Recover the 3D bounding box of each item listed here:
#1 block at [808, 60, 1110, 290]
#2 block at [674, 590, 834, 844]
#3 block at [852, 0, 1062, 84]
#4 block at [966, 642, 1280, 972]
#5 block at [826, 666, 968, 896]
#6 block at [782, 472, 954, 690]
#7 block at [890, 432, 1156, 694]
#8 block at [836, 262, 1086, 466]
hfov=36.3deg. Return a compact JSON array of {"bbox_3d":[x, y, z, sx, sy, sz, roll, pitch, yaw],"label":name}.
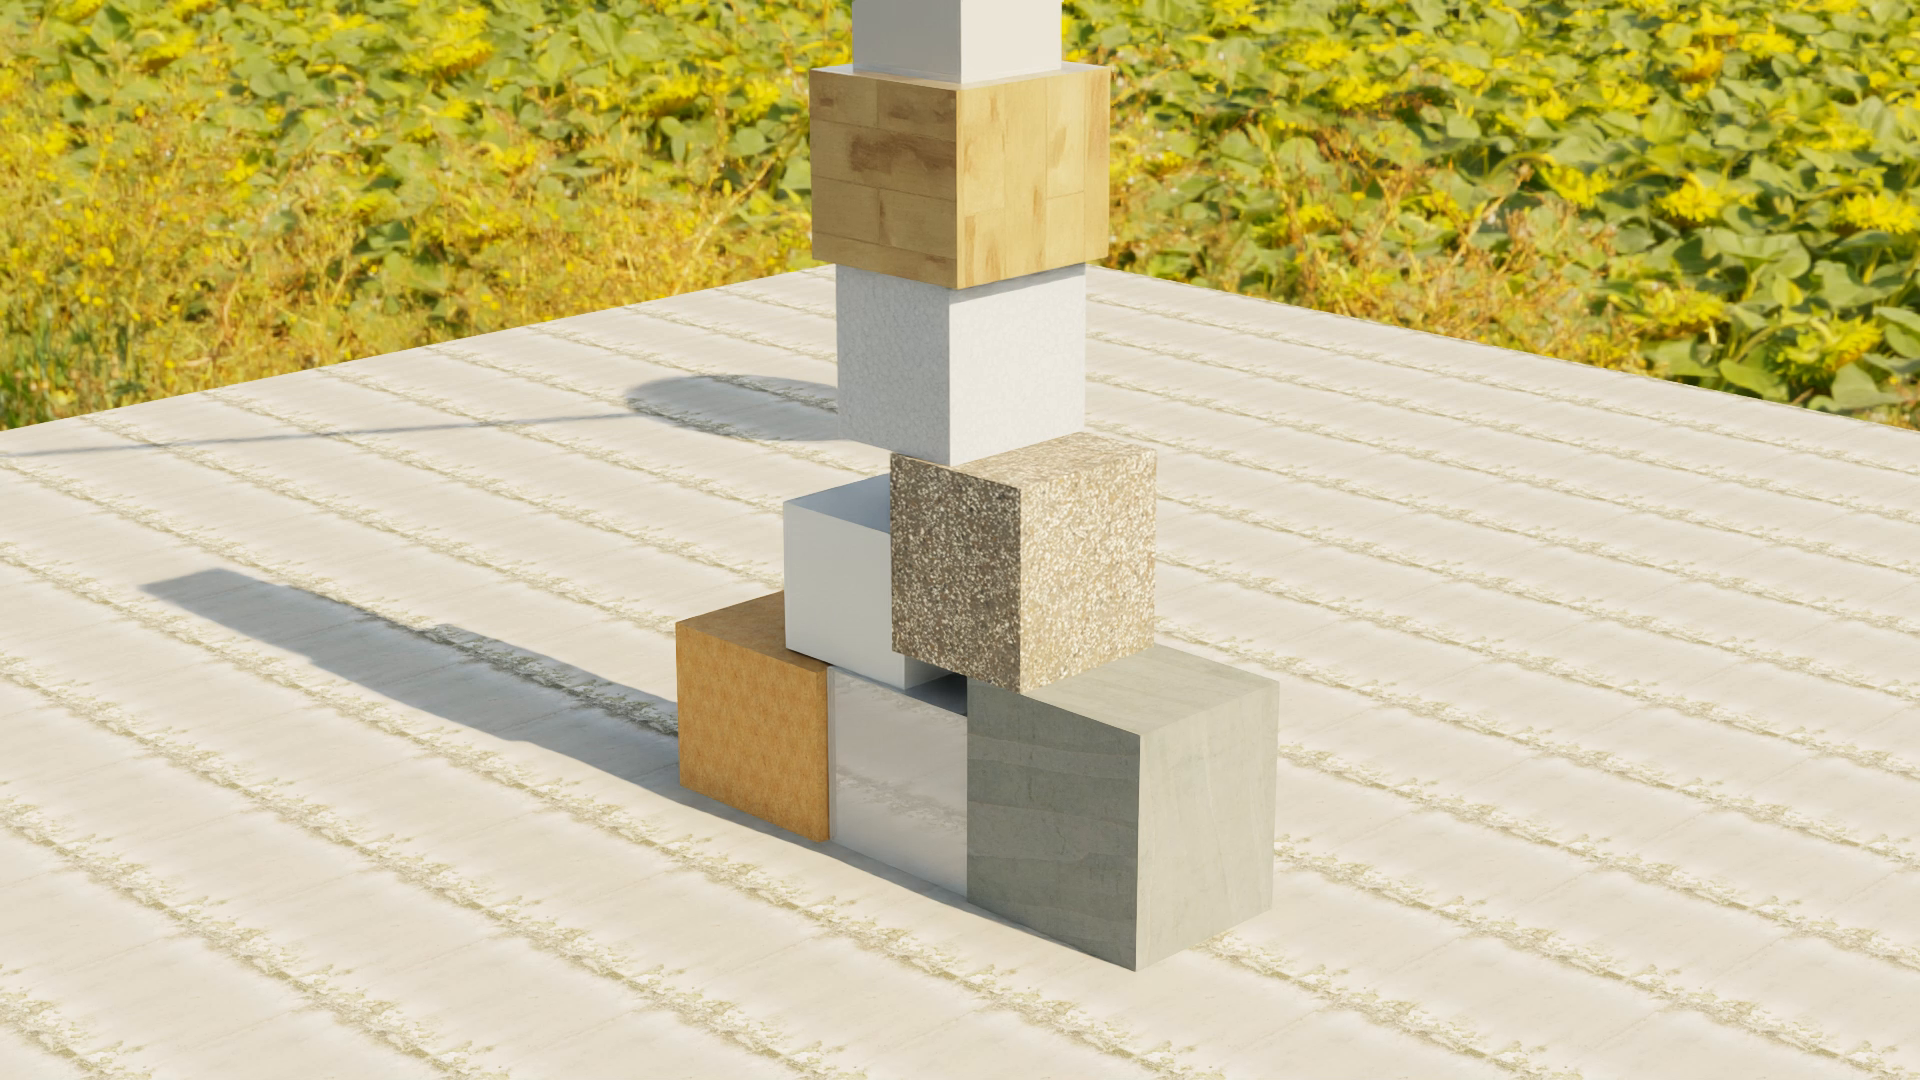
[{"bbox_3d":[0.000,-1.648,12.845,0.945,0.836,0.907,-17,24,-42],"label":"block"},{"bbox_3d":[-0.691,0.813,14.338,0.942,0.851,1.018,-17,24,-42],"label":"block"},{"bbox_3d":[-0.016,-2.303,12.629,0.609,0.543,0.666,-17,24,-42],"label":"block"},{"bbox_3d":[0.713,1.122,12.974,0.913,1.081,1.014,-17,24,-42],"label":"block"},{"bbox_3d":[0.007,1.016,13.666,0.822,0.867,0.942,-17,24,-42],"label":"block"},{"bbox_3d":[-0.284,0.174,13.699,0.717,0.720,0.808,-17,24,-42],"label":"block"},{"bbox_3d":[0.282,0.049,13.051,0.867,0.920,0.800,-17,24,-42],"label":"block"},{"bbox_3d":[0.007,-0.865,13.090,0.856,0.806,0.713,-17,24,-42],"label":"block"}]
